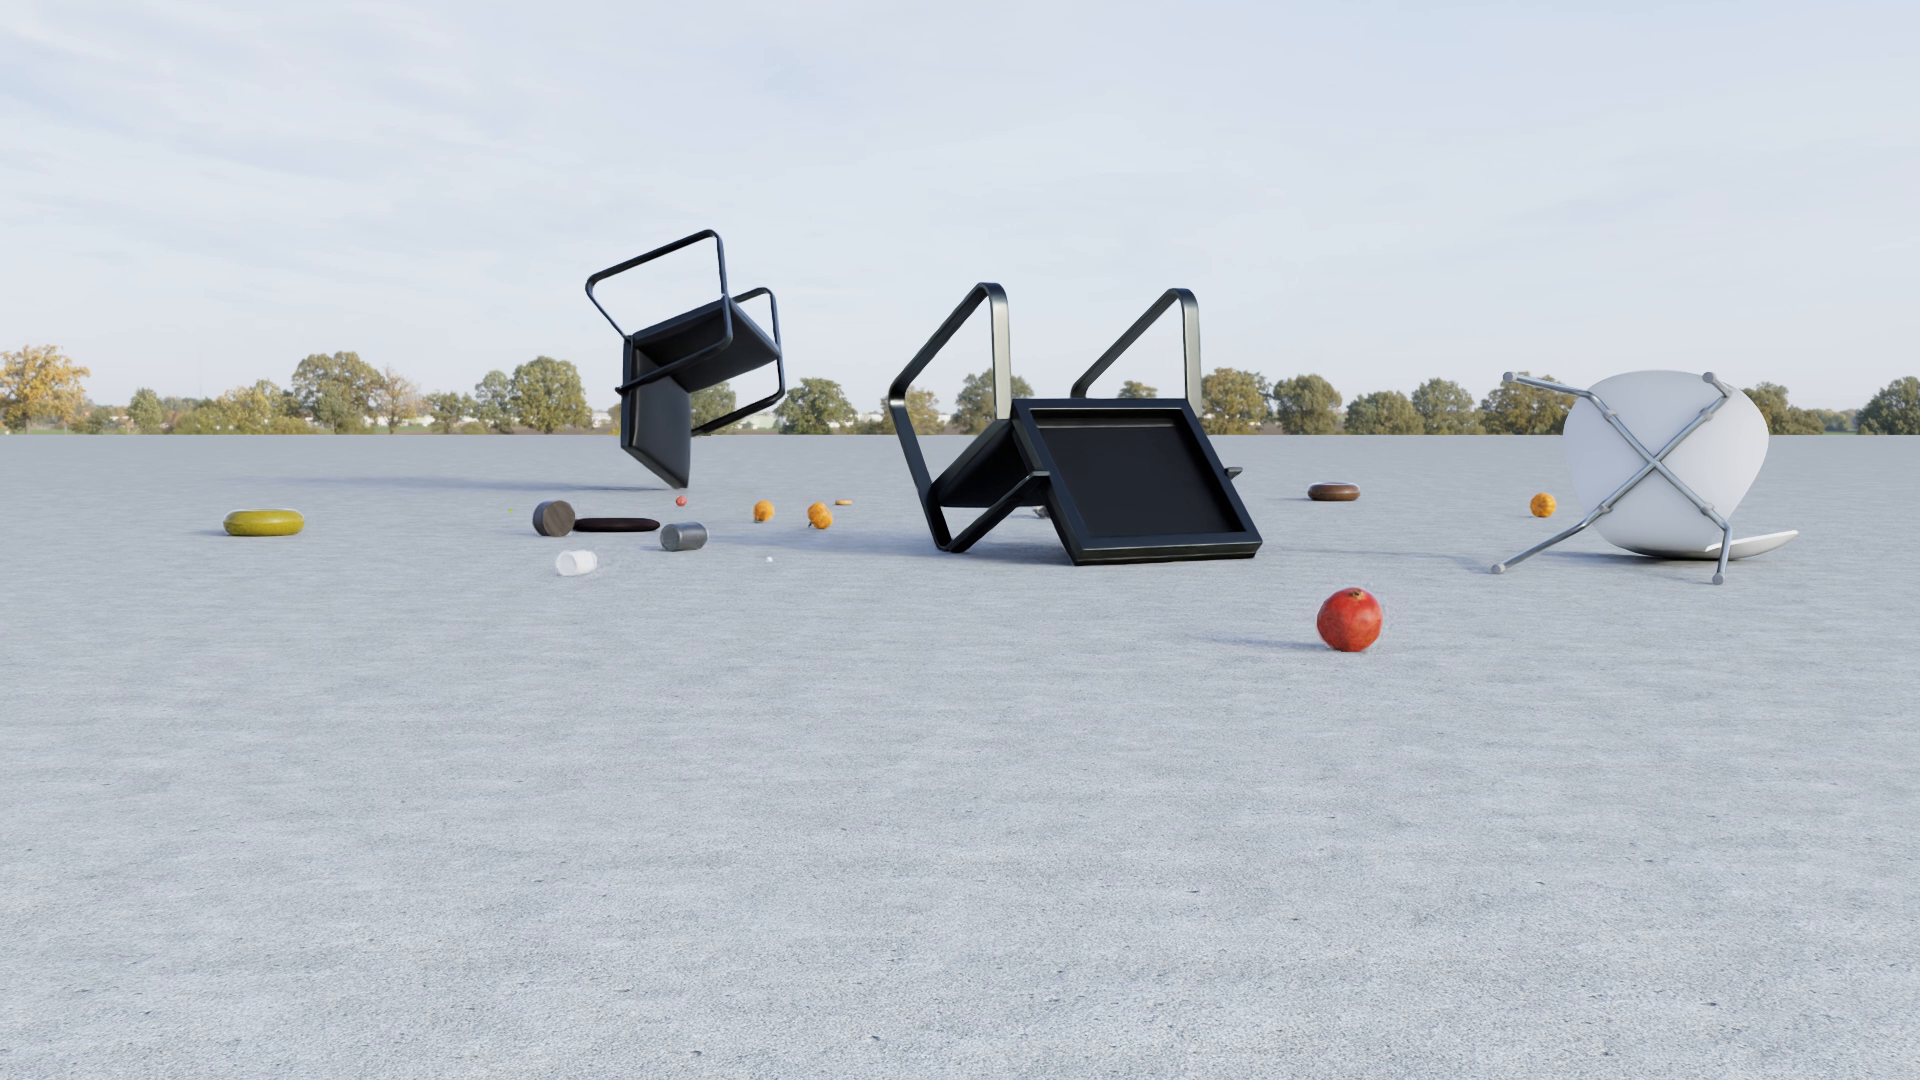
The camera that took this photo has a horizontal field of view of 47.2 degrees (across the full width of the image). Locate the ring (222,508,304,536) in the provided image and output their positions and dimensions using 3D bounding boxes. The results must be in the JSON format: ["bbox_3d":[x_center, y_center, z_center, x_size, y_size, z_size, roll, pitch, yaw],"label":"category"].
[{"bbox_3d":[-2.145,-0.055,6.779,0.240,0.080,0.242,3,4,45],"label":"ring"}]

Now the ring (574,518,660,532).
[{"bbox_3d":[-1.091,-0.047,6.953,0.285,0.040,0.152,0,5,-6],"label":"ring"}]

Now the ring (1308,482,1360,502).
[{"bbox_3d":[1.508,-0.194,8.870,0.214,0.071,0.215,-5,8,-44],"label":"ring"}]

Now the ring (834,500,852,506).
[{"bbox_3d":[-0.453,-0.146,8.521,0.068,0.021,0.061,0,5,-15],"label":"ring"}]
